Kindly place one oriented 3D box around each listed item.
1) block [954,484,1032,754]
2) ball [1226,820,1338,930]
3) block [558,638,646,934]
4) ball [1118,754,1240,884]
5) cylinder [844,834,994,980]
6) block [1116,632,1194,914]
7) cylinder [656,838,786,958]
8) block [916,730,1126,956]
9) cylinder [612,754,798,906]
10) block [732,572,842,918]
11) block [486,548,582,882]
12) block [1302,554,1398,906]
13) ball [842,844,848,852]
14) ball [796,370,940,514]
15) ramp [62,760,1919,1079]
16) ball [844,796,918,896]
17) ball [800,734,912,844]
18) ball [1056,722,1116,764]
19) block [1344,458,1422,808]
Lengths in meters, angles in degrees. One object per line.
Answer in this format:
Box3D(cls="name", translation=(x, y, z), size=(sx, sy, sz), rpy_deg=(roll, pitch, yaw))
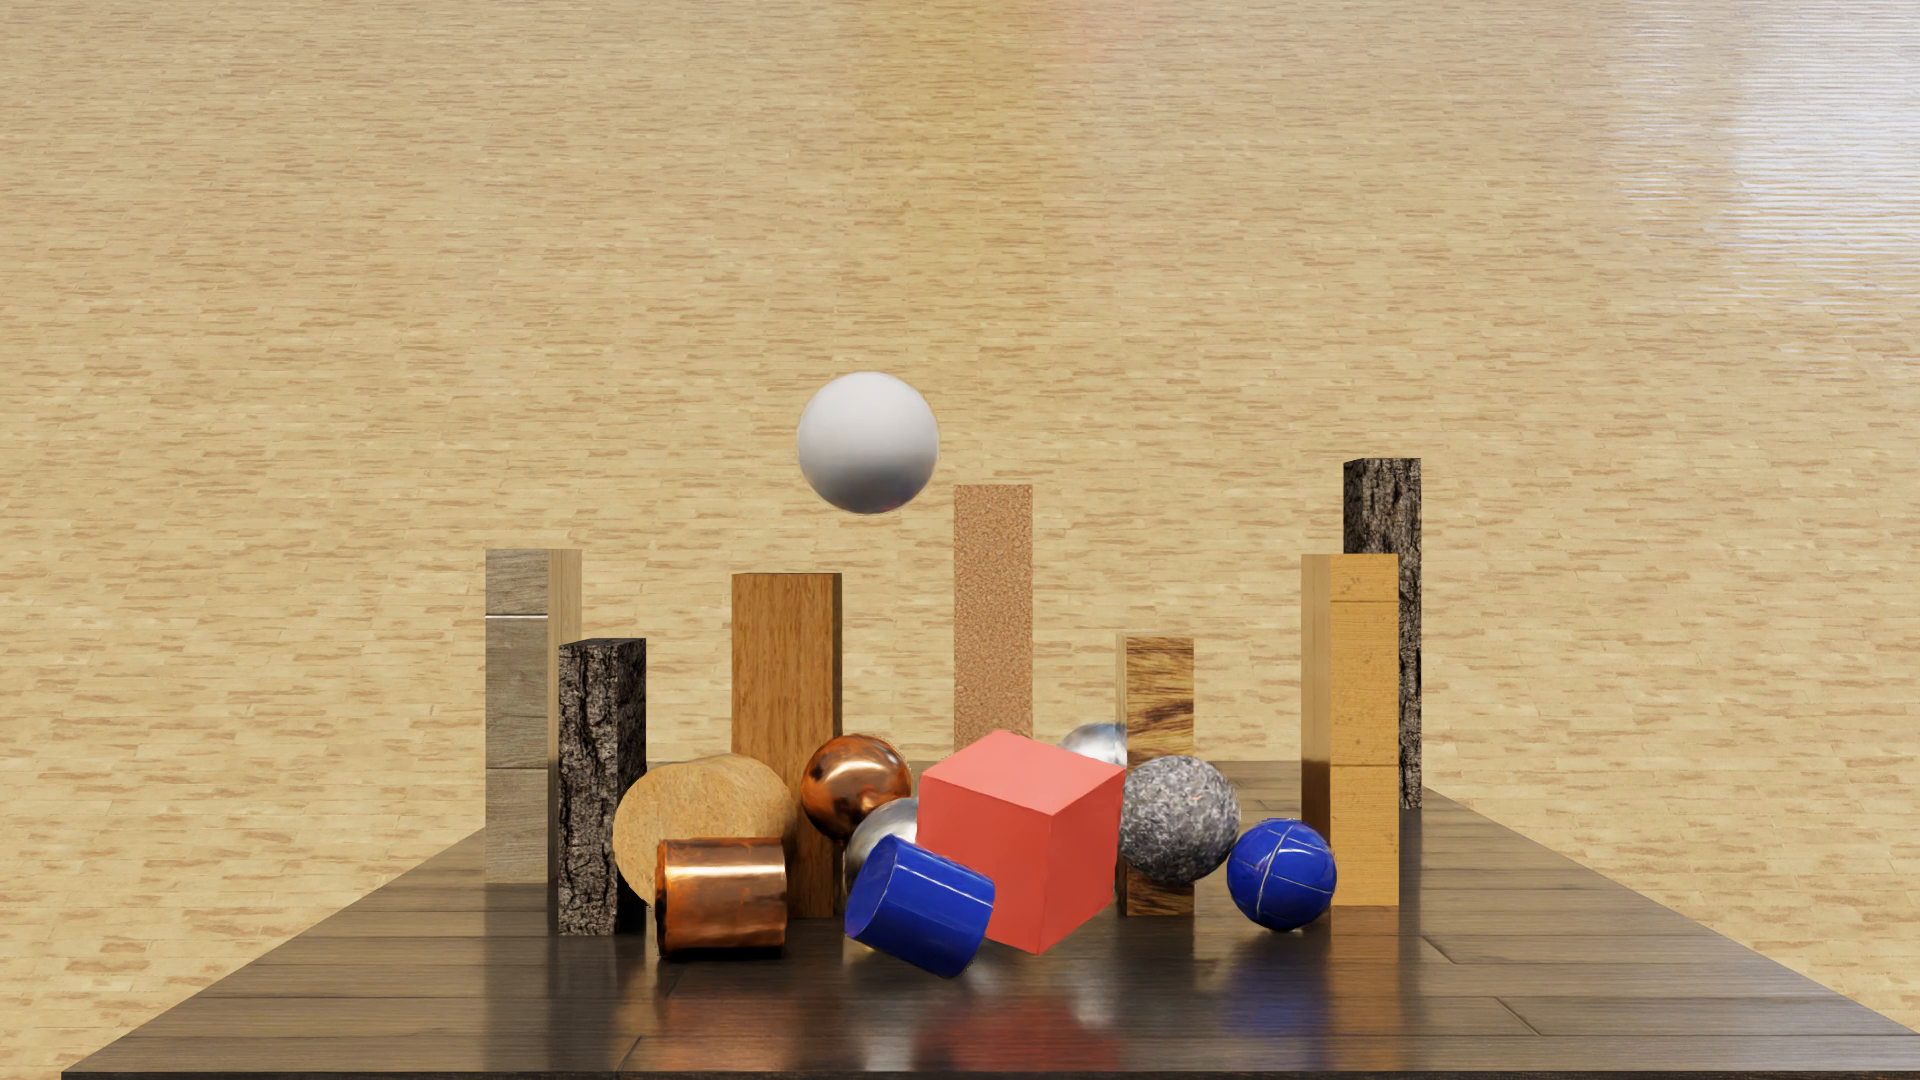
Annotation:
Box3D(cls="block", translation=(0.055, 0.234, 4.455), size=(0.131, 0.650, 0.331), rpy_deg=(0, 0, 0))
Box3D(cls="ball", translation=(0.458, 0.476, 3.685), size=(0.157, 0.157, 0.157), rpy_deg=(0, 31, 0))
Box3D(cls="block", translation=(-0.523, 0.352, 3.808), size=(0.083, 0.406, 0.338), rpy_deg=(0, 0, 0))
Box3D(cls="ball", translation=(0.311, 0.403, 3.744), size=(0.185, 0.185, 0.185), rpy_deg=(0, 31, 0))
Box3D(cls="cylinder", translation=(-0.048, 0.428, 3.022), size=(0.129, 0.129, 0.129), rpy_deg=(26, 27, -15))
Box3D(cls="block", translation=(0.297, 0.351, 3.976), size=(0.099, 0.411, 0.276), rpy_deg=(0, 0, 0))
Box3D(cls="cylinder", translation=(-0.319, 0.475, 3.444), size=(0.157, 0.157, 0.157), rpy_deg=(0, 30, -12))
Box3D(cls="block", translation=(0.074, 0.385, 3.327), size=(0.192, 0.192, 0.192), rpy_deg=(15, 21, 28))
Box3D(cls="cylinder", translation=(-0.361, 0.416, 3.696), size=(0.209, 0.209, 0.209), rpy_deg=(8, 1, 13))
Box3D(cls="block", translation=(-0.261, 0.304, 3.956), size=(0.148, 0.505, 0.313), rpy_deg=(0, 0, 0))
Box3D(cls="block", translation=(-0.721, 0.287, 4.400), size=(0.101, 0.543, 0.381), rpy_deg=(0, 0, 0))
Box3D(cls="block", translation=(0.616, 0.289, 4.110), size=(0.104, 0.534, 0.335), rpy_deg=(0, 0, 0))
Box3D(cls="ball", translation=(-0.162, 0.481, 4.419), size=(0.124, 0.124, 0.124), rpy_deg=(0, 31, 0))
Box3D(cls="ball", translation=(-0.100, -0.105, 2.814), size=(0.156, 0.156, 0.156), rpy_deg=(0, 31, 0))
Box3D(cls="ramp", translation=(0.069, 0.609, 4.679), size=(2.000, 0.100, 4.000), rpy_deg=(0, 0, 0))
Box3D(cls="ball", translation=(-0.063, 0.456, 3.603), size=(0.197, 0.197, 0.197), rpy_deg=(0, 31, 0))
Box3D(cls="ball", translation=(-0.149, 0.359, 3.729), size=(0.160, 0.160, 0.160), rpy_deg=(0, 31, 0))
Box3D(cls="ball", translation=(0.235, 0.390, 4.267), size=(0.182, 0.182, 0.182), rpy_deg=(0, 31, 0))
Box3D(cls="block", translation=(0.907, 0.196, 5.568), size=(0.123, 0.735, 0.277), rpy_deg=(0, 0, 0))
